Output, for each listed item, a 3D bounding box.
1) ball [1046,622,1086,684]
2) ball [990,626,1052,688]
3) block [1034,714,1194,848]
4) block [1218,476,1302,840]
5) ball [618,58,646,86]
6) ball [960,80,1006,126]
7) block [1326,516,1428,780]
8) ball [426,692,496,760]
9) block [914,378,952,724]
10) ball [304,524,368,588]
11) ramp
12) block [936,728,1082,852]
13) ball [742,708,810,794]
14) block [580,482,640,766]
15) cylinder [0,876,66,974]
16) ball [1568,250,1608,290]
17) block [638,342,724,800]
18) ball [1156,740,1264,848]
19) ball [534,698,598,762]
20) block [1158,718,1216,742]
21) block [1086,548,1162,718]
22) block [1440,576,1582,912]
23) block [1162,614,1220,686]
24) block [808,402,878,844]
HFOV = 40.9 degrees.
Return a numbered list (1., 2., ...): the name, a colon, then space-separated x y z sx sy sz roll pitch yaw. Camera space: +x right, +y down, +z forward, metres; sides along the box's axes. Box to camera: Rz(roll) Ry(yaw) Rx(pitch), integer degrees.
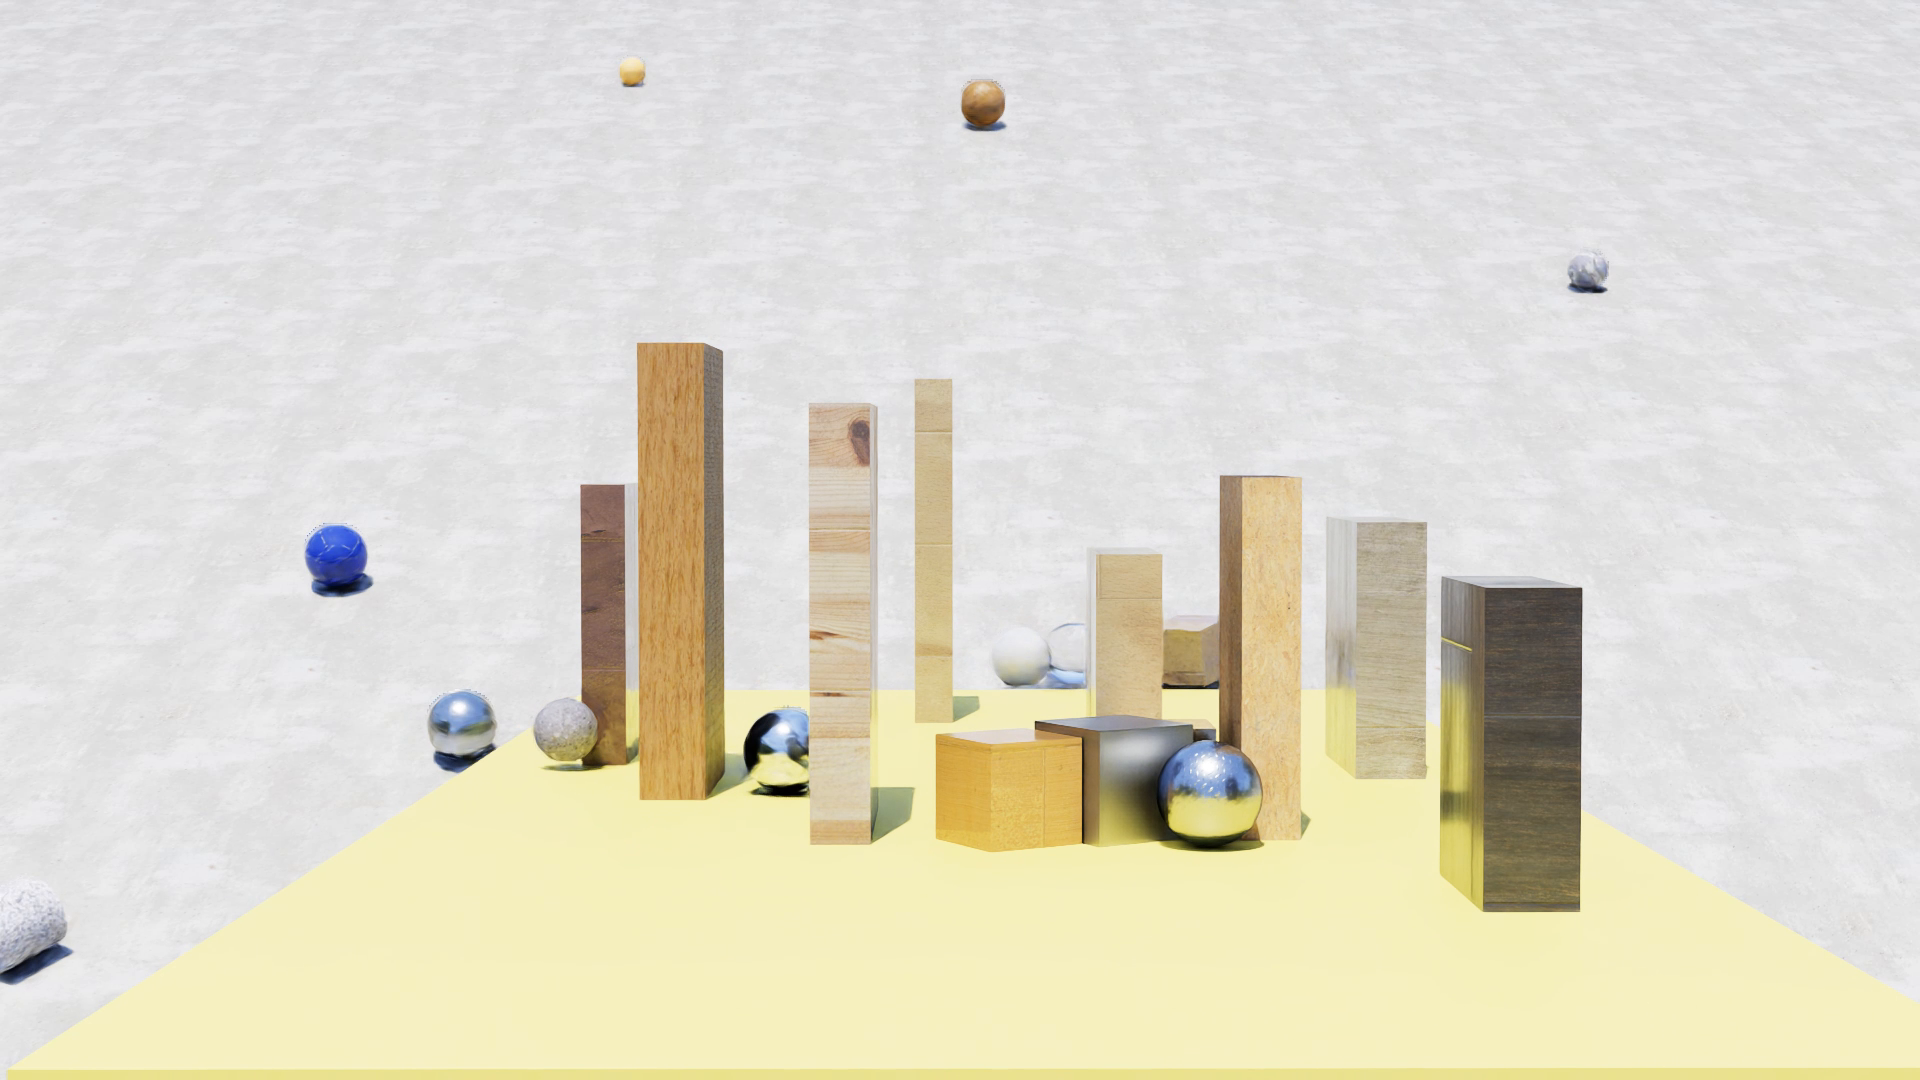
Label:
1. ball: 0.298 0.297 6.760 0.162 0.162 0.162 0 24 0
2. ball: 0.158 0.304 6.672 0.158 0.158 0.158 0 24 0
3. block: 0.242 0.378 4.078 0.180 0.180 0.180 -1 2 -32
4. block: 0.486 0.180 4.192 0.093 0.568 0.349 0 2 0
5. ball: -1.594 -2.279 12.532 0.131 0.131 0.131 0 24 0
6. ball: 0.106 -2.005 11.828 0.209 0.209 0.209 0 24 0
7. block: 0.797 0.198 4.960 0.130 0.477 0.395 0 2 0
8. ball: -1.235 0.461 6.385 0.170 0.170 0.170 0 24 0
9. block: -0.059 0.019 5.905 0.084 0.768 0.328 0 2 0
10. ball: -1.767 0.045 7.301 0.178 0.178 0.178 0 24 0
11. ramp: 0.055 0.502 4.547 2.000 0.100 4.000 0 2 0
12. block: 0.075 0.388 4.017 0.165 0.165 0.165 -1 2 -31
13. ball: -0.310 0.375 4.582 0.152 0.152 0.152 0 24 0
14. block: -0.689 0.160 5.113 0.086 0.544 0.283 0 2 0
15. cylinder: -2.048 0.833 5.565 0.160 0.160 0.160 15 28 31
16. ball: 2.366 -1.019 9.710 0.146 0.146 0.146 0 24 0
17. block: -0.502 0.049 4.666 0.115 0.797 0.378 0 2 0
18. ball: 0.384 0.390 3.964 0.164 0.164 0.164 0 24 0
19. ball: -0.753 0.363 4.921 0.123 0.123 0.123 0 24 0
20. block: 0.340 0.383 4.280 0.156 0.156 0.156 0 2 0
21. block: 0.286 0.235 4.512 0.112 0.434 0.320 0 2 0
22. block: 0.755 0.272 3.547 0.129 0.430 0.306 0 2 0
23. block: 0.608 0.288 6.741 0.149 0.149 0.149 1 14 36
24. block: -0.186 0.123 4.180 0.094 0.683 0.414 0 2 0
